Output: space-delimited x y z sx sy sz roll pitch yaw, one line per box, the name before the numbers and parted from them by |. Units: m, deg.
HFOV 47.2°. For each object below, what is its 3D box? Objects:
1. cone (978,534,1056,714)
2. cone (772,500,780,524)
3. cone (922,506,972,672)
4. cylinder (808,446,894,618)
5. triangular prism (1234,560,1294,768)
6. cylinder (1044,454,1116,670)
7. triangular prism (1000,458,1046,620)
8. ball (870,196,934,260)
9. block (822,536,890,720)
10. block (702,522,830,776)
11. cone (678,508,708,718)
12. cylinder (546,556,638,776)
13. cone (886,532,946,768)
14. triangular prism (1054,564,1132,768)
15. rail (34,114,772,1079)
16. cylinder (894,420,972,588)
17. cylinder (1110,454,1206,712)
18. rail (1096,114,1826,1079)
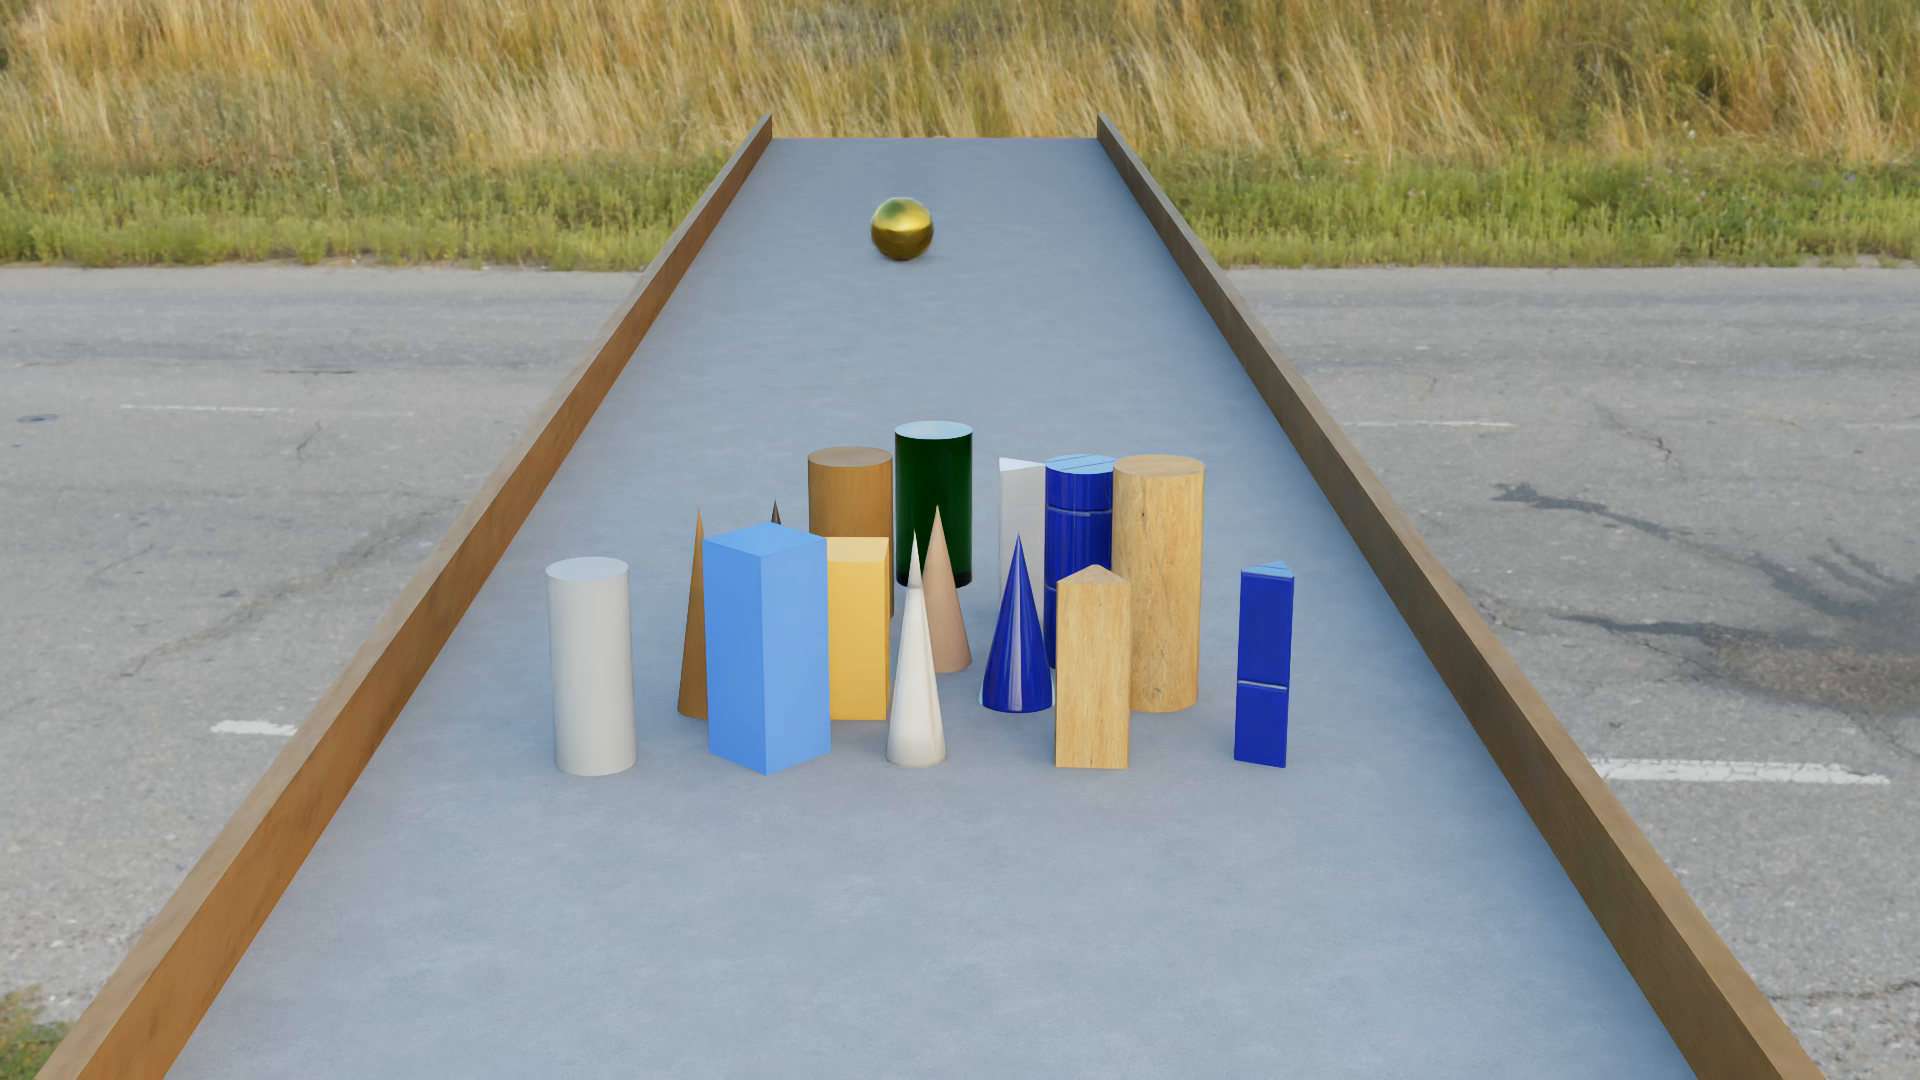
cone | 0.110 0.145 4.156 0.150 0.333 0.150 0 17 0
cone | -0.366 0.074 4.405 0.130 0.326 0.130 0 17 0
cone | -0.044 0.086 4.364 0.137 0.327 0.137 0 17 0
cylinder | -0.230 -0.008 4.646 0.177 0.347 0.177 0 17 0
triangular prism | 0.547 0.216 3.880 0.094 0.353 0.081 8 18 24
cylinder | 0.243 0.046 4.357 0.154 0.407 0.154 0 17 0
triangular prism | 0.108 0.002 4.625 0.109 0.340 0.094 -9 19 -28
ball | -0.240 -1.287 9.089 0.264 0.264 0.264 0 17 0
block | -0.215 0.165 4.131 0.158 0.308 0.158 0 17 1
block | -0.341 0.189 3.889 0.154 0.400 0.154 15 22 42
cone | -0.481 0.128 4.101 0.107 0.397 0.107 0 17 0
cylinder | -0.646 0.221 3.858 0.142 0.357 0.142 0 17 0
cone | -0.078 0.184 3.867 0.109 0.422 0.109 0 17 0
triangular prism | 0.235 0.222 3.884 0.129 0.340 0.112 1 17 4
rail | -1.118 -0.838 7.780 0.050 0.150 12.000 0 17 -1
cylinder | -0.058 -0.077 4.885 0.172 0.344 0.172 0 17 0
cylinder | 0.370 0.081 4.152 0.171 0.458 0.171 0 17 0
rail | 0.932 -0.844 7.801 0.050 0.150 12.000 0 17 -1
